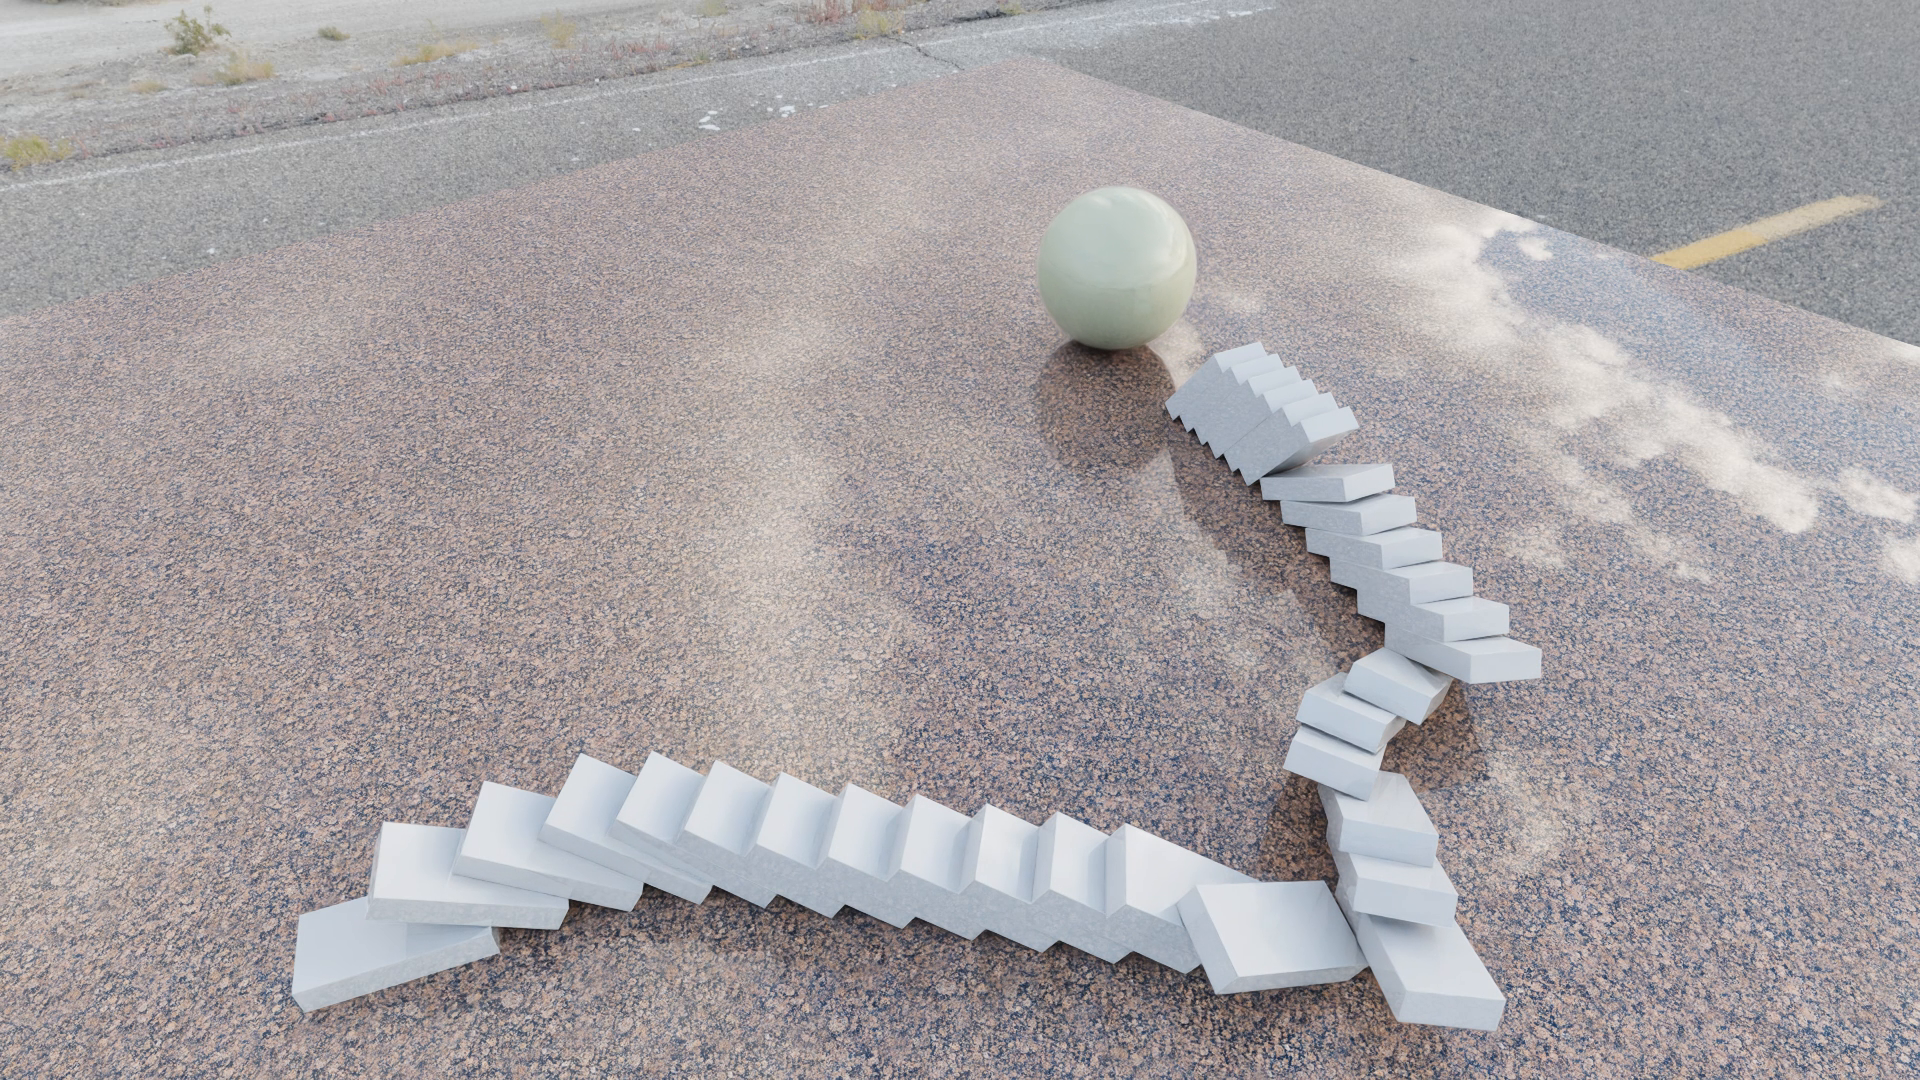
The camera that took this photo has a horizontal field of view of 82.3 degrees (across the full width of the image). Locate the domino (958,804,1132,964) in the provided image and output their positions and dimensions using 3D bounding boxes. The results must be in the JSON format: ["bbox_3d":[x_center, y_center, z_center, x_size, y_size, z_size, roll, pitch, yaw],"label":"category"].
[{"bbox_3d":[0.025,0.096,0.308,0.050,0.009,0.025,27,39,-12],"label":"domino"}]

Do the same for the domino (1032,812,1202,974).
[{"bbox_3d":[0.045,0.098,0.306,0.050,0.010,0.025,28,39,-12],"label":"domino"}]

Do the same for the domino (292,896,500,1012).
[{"bbox_3d":[-0.157,0.111,0.308,0.050,0.010,0.025,-13,41,-16],"label":"domino"}]

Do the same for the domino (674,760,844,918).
[{"bbox_3d":[-0.054,0.087,0.319,0.050,0.009,0.025,29,38,-10],"label":"domino"}]

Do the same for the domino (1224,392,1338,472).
[{"bbox_3d":[0.136,-0.045,0.470,0.025,0.050,0.010,-17,77,-20],"label":"domino"}]

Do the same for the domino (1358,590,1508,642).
[{"bbox_3d":[0.168,0.025,0.393,0.025,0.010,0.050,-7,9,-12],"label":"domino"}]

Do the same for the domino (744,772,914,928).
[{"bbox_3d":[-0.034,0.089,0.317,0.050,0.009,0.025,28,39,-11],"label":"domino"}]

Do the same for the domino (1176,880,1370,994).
[{"bbox_3d":[0.084,0.106,0.295,0.050,0.009,0.025,9,40,-31],"label":"domino"}]

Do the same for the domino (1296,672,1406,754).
[{"bbox_3d":[0.129,0.055,0.356,0.025,0.010,0.050,22,12,29],"label":"domino"}]

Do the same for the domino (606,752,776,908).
[{"bbox_3d":[-0.074,0.085,0.322,0.050,0.010,0.025,29,38,-10],"label":"domino"}]

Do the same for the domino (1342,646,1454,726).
[{"bbox_3d":[0.146,0.048,0.365,0.025,0.010,0.050,26,14,28],"label":"domino"}]

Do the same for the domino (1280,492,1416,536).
[{"bbox_3d":[0.154,-0.012,0.439,0.025,0.010,0.050,-15,11,-17],"label":"domino"}]

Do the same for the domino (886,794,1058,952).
[{"bbox_3d":[0.005,0.094,0.311,0.050,0.010,0.025,27,39,-12],"label":"domino"}]

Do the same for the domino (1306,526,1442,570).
[{"bbox_3d":[0.158,0.001,0.423,0.025,0.010,0.050,-10,10,-13],"label":"domino"}]

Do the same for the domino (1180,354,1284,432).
[{"bbox_3d":[0.122,-0.065,0.494,0.025,0.050,0.009,-17,77,-20],"label":"domino"}]

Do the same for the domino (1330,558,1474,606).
[{"bbox_3d":[0.162,0.013,0.408,0.025,0.010,0.050,-8,9,-12],"label":"domino"}]

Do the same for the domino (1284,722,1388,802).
[{"bbox_3d":[0.119,0.065,0.345,0.025,0.009,0.050,20,13,22],"label":"domino"}]

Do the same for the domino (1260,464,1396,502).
[{"bbox_3d":[0.150,-0.024,0.451,0.025,0.010,0.050,-15,9,-22],"label":"domino"}]

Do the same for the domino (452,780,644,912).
[{"bbox_3d":[-0.116,0.089,0.317,0.050,0.010,0.025,21,34,-21],"label":"domino"}]

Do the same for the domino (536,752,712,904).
[{"bbox_3d":[-0.094,0.085,0.322,0.050,0.009,0.025,27,38,-12],"label":"domino"}]

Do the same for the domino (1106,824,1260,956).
[{"bbox_3d":[0.064,0.100,0.303,0.050,0.009,0.025,26,39,-14],"label":"domino"}]

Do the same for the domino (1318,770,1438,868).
[{"bbox_3d":[0.122,0.080,0.326,0.025,0.010,0.050,8,9,10],"label":"domino"}]

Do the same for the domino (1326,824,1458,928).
[{"bbox_3d":[0.121,0.092,0.312,0.025,0.010,0.050,8,9,10],"label":"domino"}]

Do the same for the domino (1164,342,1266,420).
[{"bbox_3d":[0.116,-0.072,0.502,0.025,0.050,0.010,-17,77,-20],"label":"domino"}]

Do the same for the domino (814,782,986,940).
[{"bbox_3d":[-0.014,0.092,0.314,0.050,0.009,0.025,27,39,-11],"label":"domino"}]

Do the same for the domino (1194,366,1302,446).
[{"bbox_3d":[0.127,-0.059,0.486,0.025,0.050,0.010,-17,77,-20],"label":"domino"}]

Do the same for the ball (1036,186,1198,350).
[{"bbox_3d":[0.078,-0.136,0.554,0.080,0.080,0.080,0,39,0],"label":"ball"}]

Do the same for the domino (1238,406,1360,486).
[{"bbox_3d":[0.141,-0.039,0.462,0.025,0.050,0.010,-17,78,-20],"label":"domino"}]

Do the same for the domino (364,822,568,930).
[{"bbox_3d":[-0.137,0.095,0.309,0.050,0.010,0.025,15,30,-30],"label":"domino"}]

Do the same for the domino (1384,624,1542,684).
[{"bbox_3d":[0.171,0.037,0.377,0.025,0.010,0.050,-3,8,-9],"label":"domino"}]

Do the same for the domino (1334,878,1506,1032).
[{"bbox_3d":[0.122,0.108,0.296,0.025,0.010,0.050,6,19,-1],"label":"domino"}]

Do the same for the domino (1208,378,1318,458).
[{"bbox_3d":[0.131,-0.052,0.478,0.025,0.050,0.009,-17,77,-20],"label":"domino"}]
